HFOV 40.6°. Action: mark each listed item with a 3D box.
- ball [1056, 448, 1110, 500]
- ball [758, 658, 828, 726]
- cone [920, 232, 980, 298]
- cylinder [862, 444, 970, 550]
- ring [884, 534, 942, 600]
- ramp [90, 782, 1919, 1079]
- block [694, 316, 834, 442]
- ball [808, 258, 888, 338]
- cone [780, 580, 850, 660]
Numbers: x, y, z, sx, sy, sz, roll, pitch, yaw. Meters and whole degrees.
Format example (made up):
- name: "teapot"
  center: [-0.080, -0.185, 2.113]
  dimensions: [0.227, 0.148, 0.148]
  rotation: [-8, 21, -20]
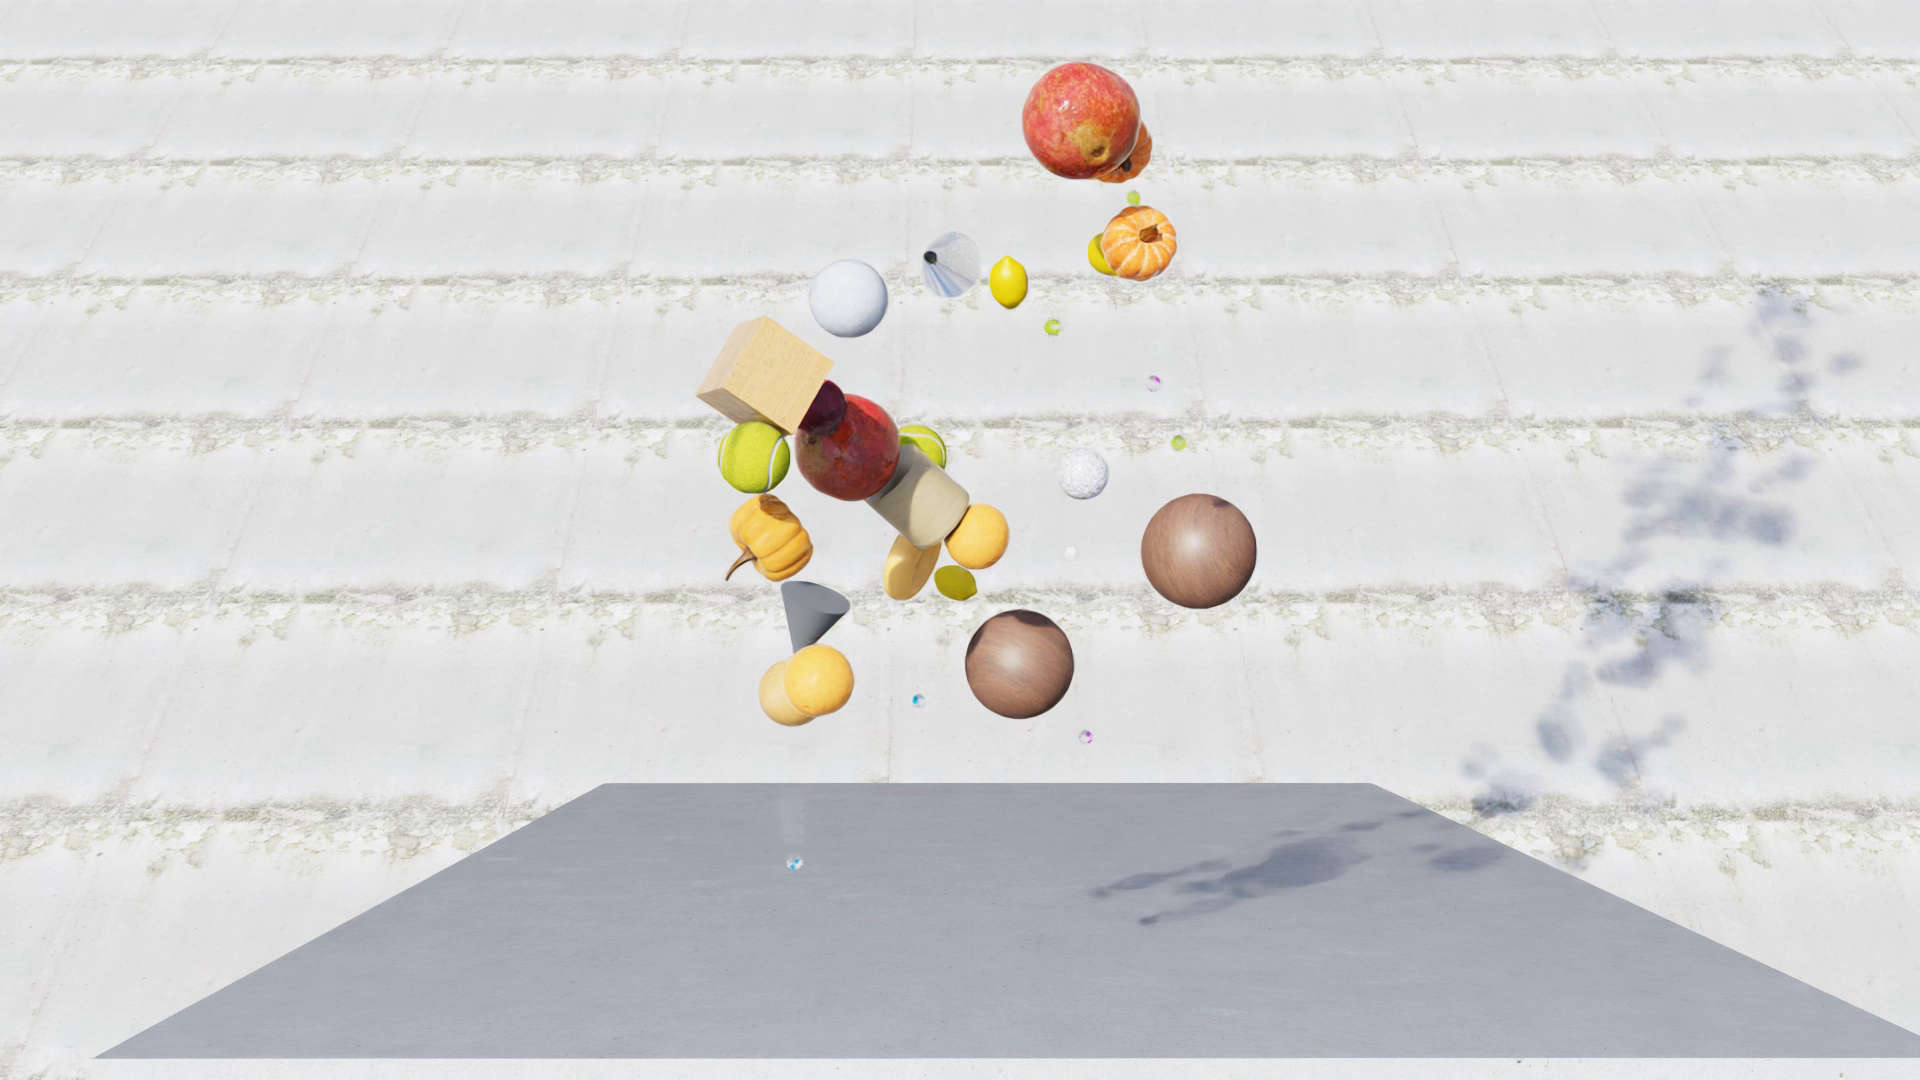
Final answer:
- name: "ball"
  center: [0.134, -0.072, 2.829]
  dimensions: [0.057, 0.057, 0.057]
  rotation: [0, 33, 0]
- name: "ball"
  center: [-0.195, 0.177, 3.023]
  dimensions: [0.081, 0.081, 0.081]
  rotation: [0, 33, 0]
- name: "cone"
  center: [-0.025, -0.301, 2.790]
  dimensions: [0.072, 0.072, 0.072]
  rotation: [16, 3, 23]
- name: "cylinder"
  center: [-0.047, -0.047, 2.792]
  dimensions: [0.082, 0.082, 0.082]
  rotation: [-39, 25, 22]
- name: "ring"
  center: [-0.053, 0.021, 2.942]
  dimensions: [0.034, 0.101, 0.101]
  rotation: [25, 39, 17]
- name: "ramp"
  center: [0.074, 0.643, 4.762]
  dimensions: [2.000, 0.100, 4.000]
  rotation: [0, -1, 0]
- name: "block"
  center: [-0.189, -0.155, 2.499]
  dimensions: [0.082, 0.082, 0.082]
  rotation: [-61, 20, -15]
- name: "ball"
  center: [-0.116, -0.251, 2.696]
  dimensions: [0.082, 0.082, 0.082]
  rotation: [0, 33, 0]
- name: "cone"
  center: [-0.176, 0.102, 2.955]
  dimensions: [0.083, 0.083, 0.083]
  rotation: [17, 19, -6]
